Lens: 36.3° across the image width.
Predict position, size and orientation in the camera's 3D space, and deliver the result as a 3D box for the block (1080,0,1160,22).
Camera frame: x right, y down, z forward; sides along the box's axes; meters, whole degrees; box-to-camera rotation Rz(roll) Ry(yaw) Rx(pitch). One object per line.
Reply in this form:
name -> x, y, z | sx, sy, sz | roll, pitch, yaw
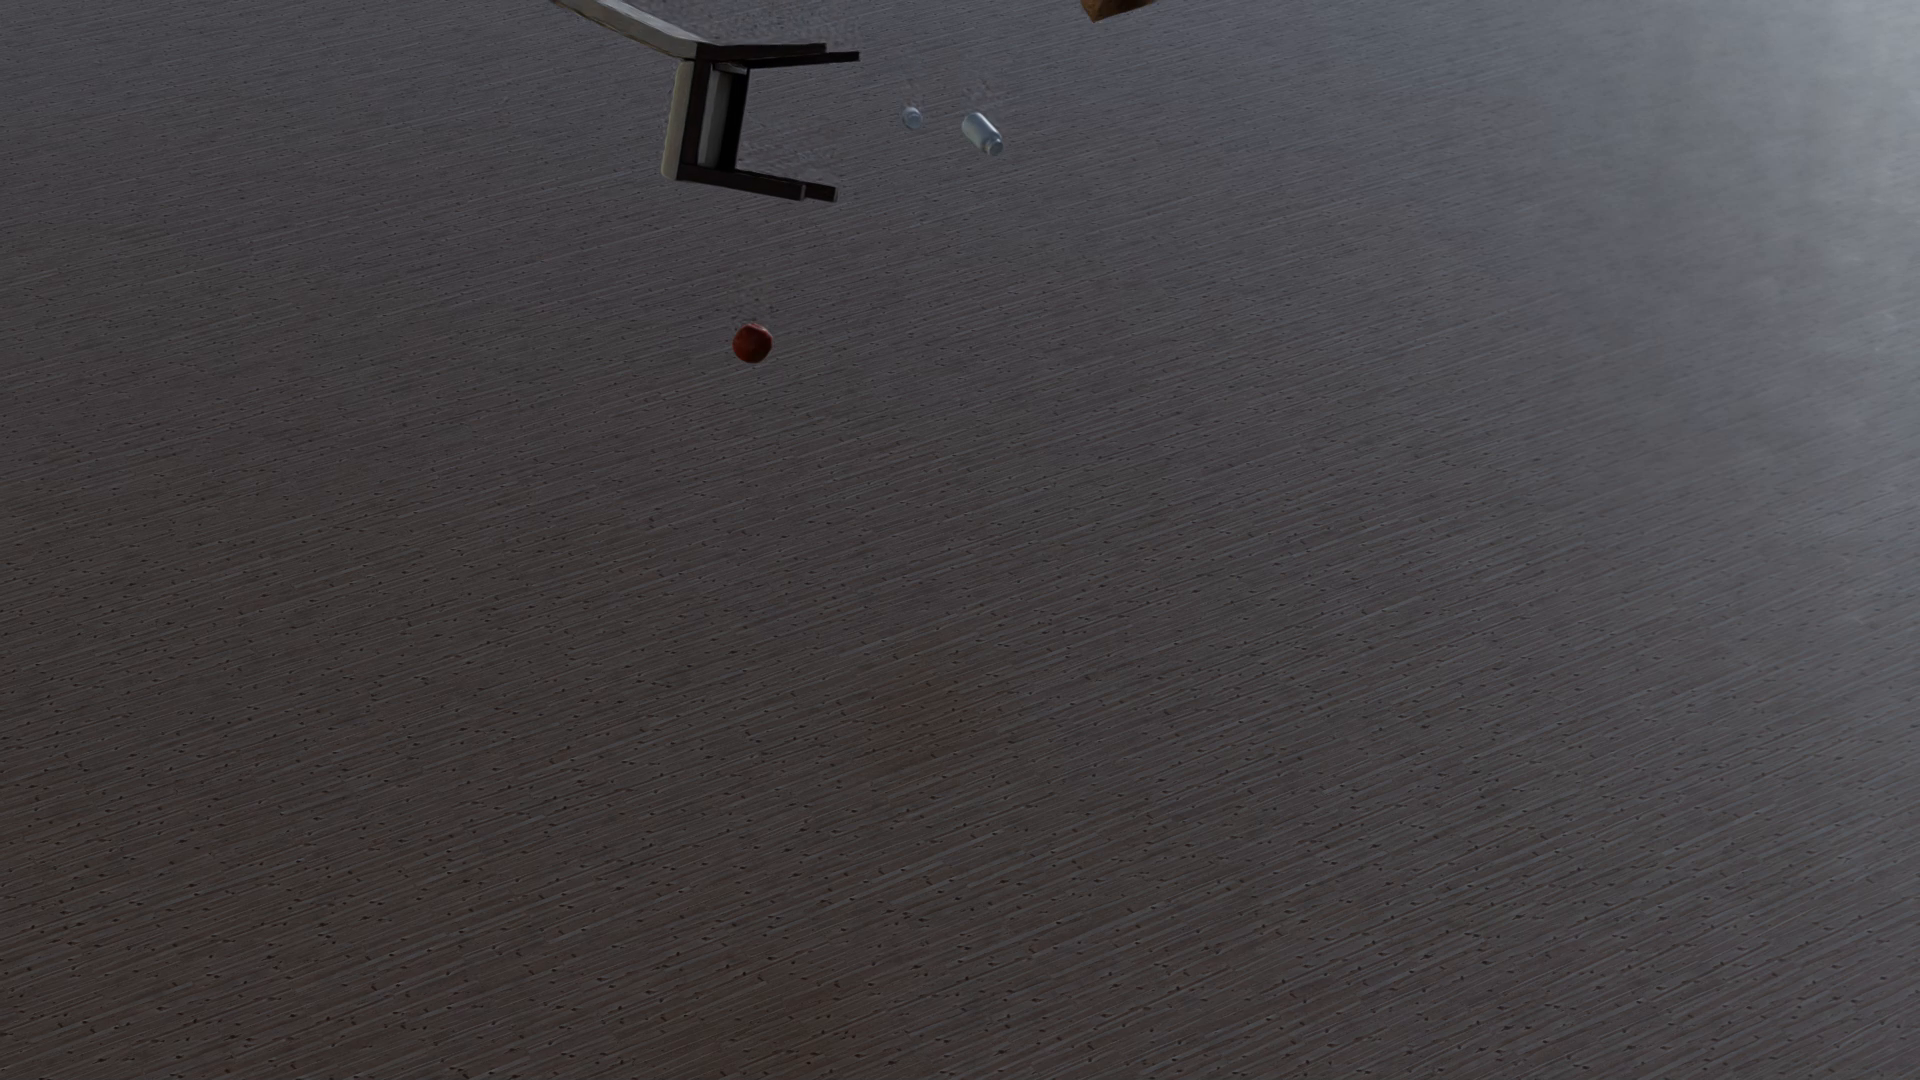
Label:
block -> 0.454, -1.695, 8.501 | 0.255, 0.194, 0.262 | -21, 71, -24
